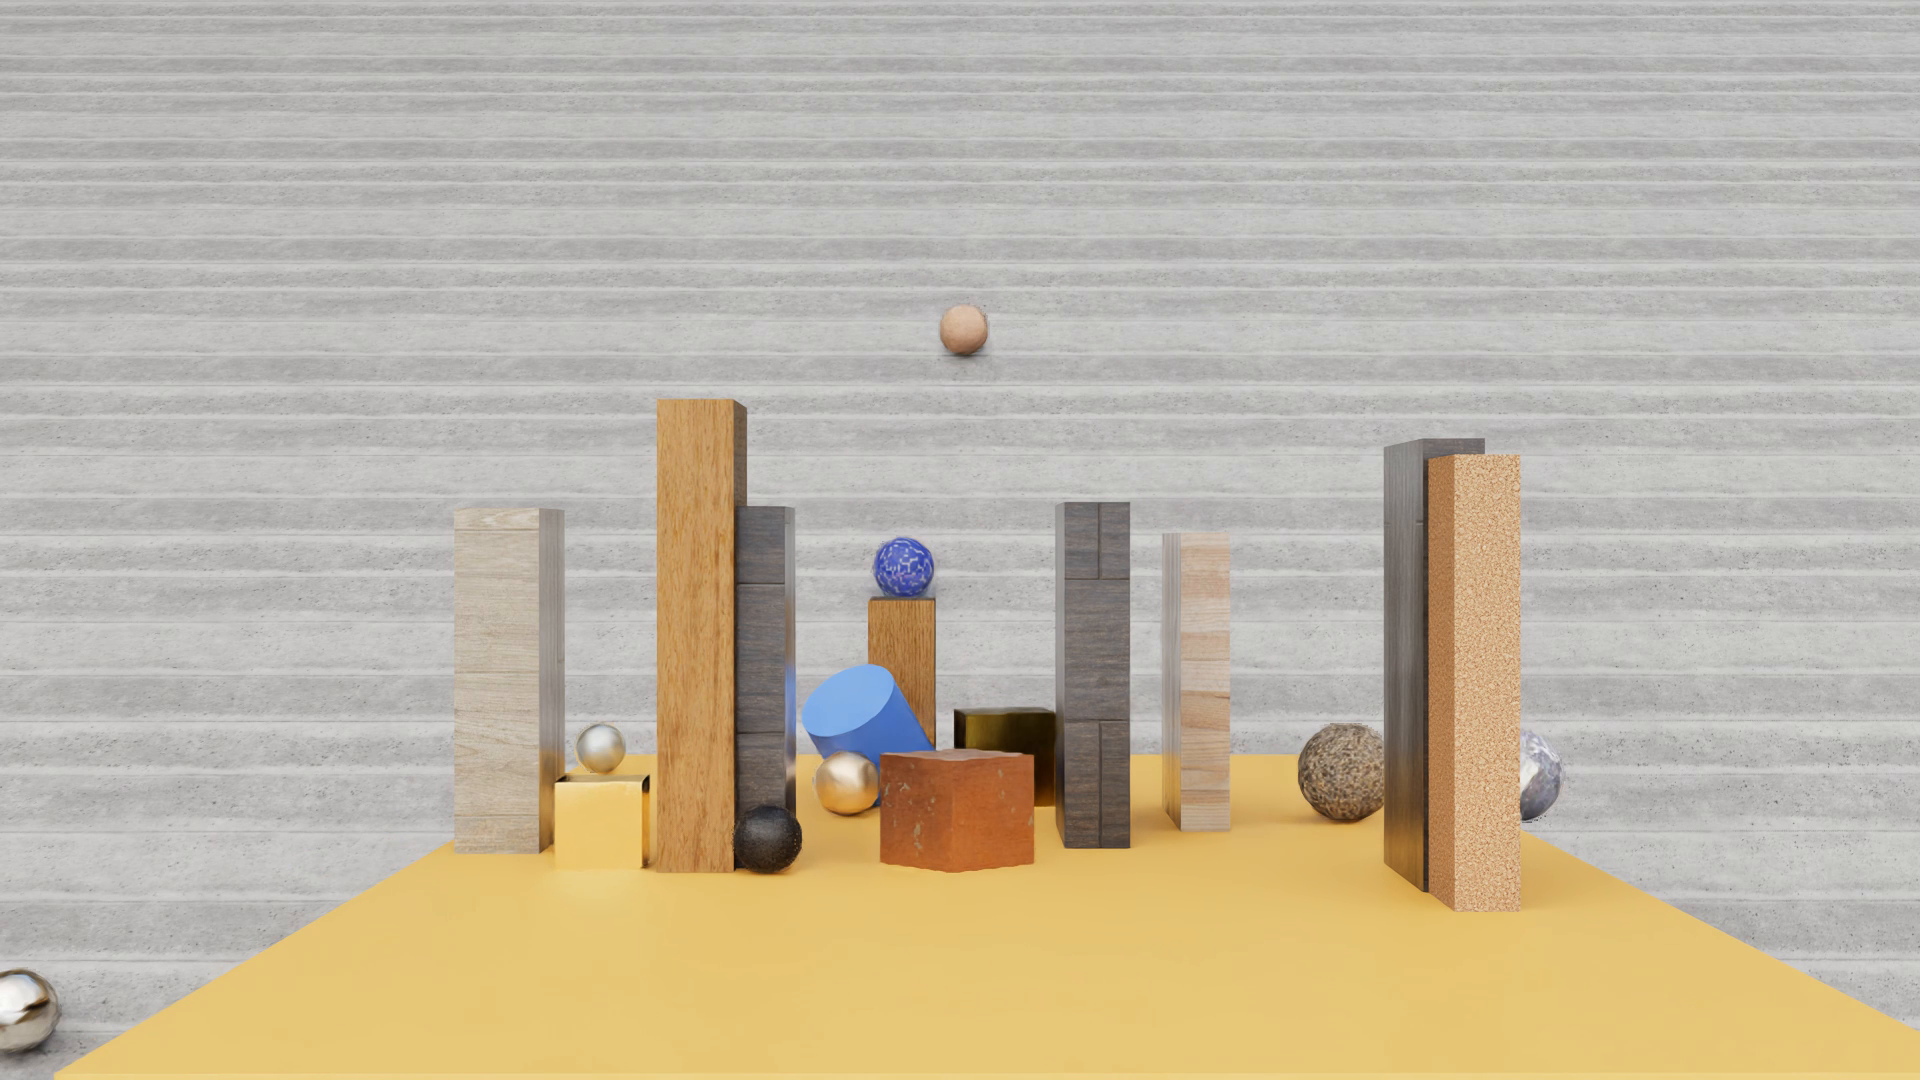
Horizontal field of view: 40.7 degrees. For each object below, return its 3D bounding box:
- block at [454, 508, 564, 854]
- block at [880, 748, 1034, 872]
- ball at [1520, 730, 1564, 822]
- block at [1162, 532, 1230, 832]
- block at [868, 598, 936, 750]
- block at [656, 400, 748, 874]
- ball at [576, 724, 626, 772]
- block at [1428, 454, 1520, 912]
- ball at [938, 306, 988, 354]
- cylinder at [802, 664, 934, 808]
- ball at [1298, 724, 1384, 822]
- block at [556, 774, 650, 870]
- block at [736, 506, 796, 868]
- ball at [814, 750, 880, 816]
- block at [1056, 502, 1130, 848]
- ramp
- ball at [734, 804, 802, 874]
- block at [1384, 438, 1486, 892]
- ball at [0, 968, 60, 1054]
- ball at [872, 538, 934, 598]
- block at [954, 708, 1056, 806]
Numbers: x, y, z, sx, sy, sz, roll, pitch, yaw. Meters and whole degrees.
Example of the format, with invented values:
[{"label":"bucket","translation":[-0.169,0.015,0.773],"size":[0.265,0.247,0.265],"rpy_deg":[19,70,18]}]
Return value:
[{"label":"block","translation":[-0.812,0.247,4.686],"size":[0.148,0.607,0.300],"rpy_deg":[0,0,0]},{"label":"block","translation":[-0.005,0.457,4.405],"size":[0.185,0.185,0.185],"rpy_deg":[0,0,-42]},{"label":"ball","translation":[1.169,0.495,5.445],"size":[0.195,0.195,0.195],"rpy_deg":[0,30,0]},{"label":"block","translation":[0.463,0.268,5.103],"size":[0.093,0.565,0.444],"rpy_deg":[0,0,0]},{"label":"block","translation":[-0.125,0.340,5.654],"size":[0.141,0.422,0.338],"rpy_deg":[0,0,0]},{"label":"block","translation":[-0.438,0.159,4.415],"size":[0.127,0.783,0.278],"rpy_deg":[0,0,0]},{"label":"ball","translation":[-0.852,0.494,6.145],"size":[0.117,0.117,0.117],"rpy_deg":[0,30,0]},{"label":"block","translation":[0.779,0.212,4.003],"size":[0.097,0.675,0.365],"rpy_deg":[0,0,0]},{"label":"ball","translation":[0.012,-0.718,8.853],"size":[0.170,0.170,0.170],"rpy_deg":[0,30,0]},{"label":"cylinder","translation":[-0.189,0.404,5.342],"size":[0.208,0.208,0.208],"rpy_deg":[-19,33,13]},{"label":"ball","translation":[0.756,0.455,5.062],"size":[0.191,0.191,0.191],"rpy_deg":[0,30,0]},{"label":"block","translation":[-0.606,0.477,4.397],"size":[0.146,0.146,0.146],"rpy_deg":[0,0,-2]},{"label":"block","translation":[-0.359,0.247,4.473],"size":[0.132,0.607,0.275],"rpy_deg":[0,0,0]},{"label":"ball","translation":[-0.224,0.485,5.159],"size":[0.131,0.131,0.131],"rpy_deg":[0,30,0]},{"label":"block","translation":[0.244,0.241,4.827],"size":[0.117,0.618,0.433],"rpy_deg":[0,0,0]},{"label":"ramp","translation":[0.067,0.600,4.661],"size":[2.000,0.100,4.000],"rpy_deg":[0,0,0]},{"label":"ball","translation":[-0.317,0.493,4.271],"size":[0.115,0.115,0.115],"rpy_deg":[0,30,0]},{"label":"block","translation":[0.770,0.196,4.218],"size":[0.097,0.708,0.374],"rpy_deg":[0,0,0]},{"label":"ball","translation":[-2.112,1.053,5.786],"size":[0.186,0.186,0.186],"rpy_deg":[0,30,0]},{"label":"ball","translation":[-0.162,0.081,7.467],"size":[0.179,0.179,0.179],"rpy_deg":[0,30,0]},{"label":"block","translation":[0.094,0.455,5.444],"size":[0.192,0.192,0.192],"rpy_deg":[0,0,-7]}]
